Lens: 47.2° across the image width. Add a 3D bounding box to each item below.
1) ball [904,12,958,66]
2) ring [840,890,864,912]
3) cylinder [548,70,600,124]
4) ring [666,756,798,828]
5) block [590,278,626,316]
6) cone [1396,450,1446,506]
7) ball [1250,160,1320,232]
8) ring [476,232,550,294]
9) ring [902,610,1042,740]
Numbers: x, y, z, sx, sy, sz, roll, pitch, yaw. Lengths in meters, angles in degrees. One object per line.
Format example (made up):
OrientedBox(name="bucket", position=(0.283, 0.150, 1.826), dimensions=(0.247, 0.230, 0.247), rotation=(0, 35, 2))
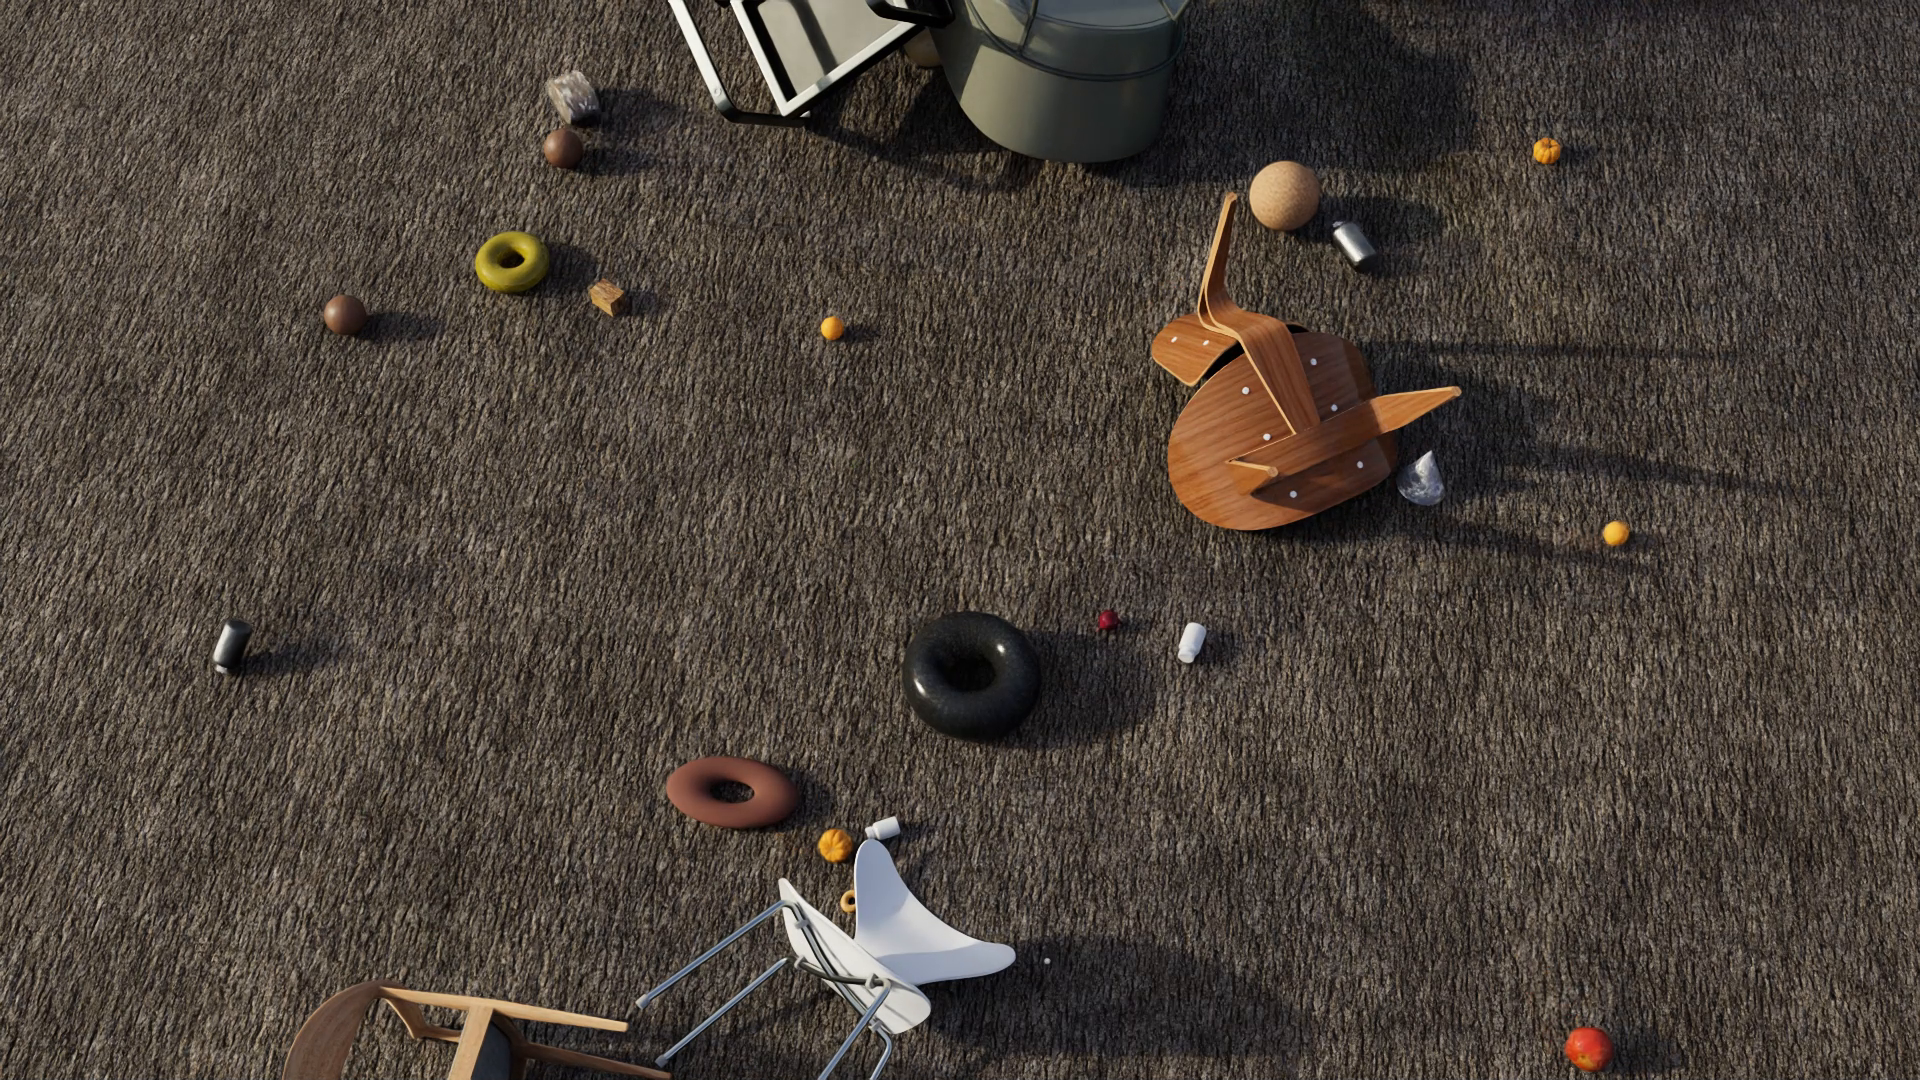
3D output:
OrientedBox(name="ball", position=(-0.104, -1.737, 7.626), dimensions=(0.188, 0.188, 0.188), rotation=(0, 56, 0))
OrientedBox(name="ring", position=(-0.289, 0.971, 5.910), dimensions=(0.061, 0.021, 0.068), rotation=(28, 61, 19))
OrientedBox(name="cylinder", position=(-1.319, -1.511, 7.503), dimensions=(0.105, 0.135, 0.201), rotation=(-27, 45, -17))
OrientedBox(name="ring", position=(-0.628, 0.696, 6.072), dimensions=(0.370, 0.059, 0.217), rotation=(7, 56, 4))
OrientedBox(name="block", position=(-1.129, -0.778, 7.058), dimensions=(0.092, 0.063, 0.064), rotation=(35, 63, 21))
OrientedBox(name="cone", position=(1.401, -0.216, 6.607), dimensions=(0.157, 0.185, 0.133), rotation=(37, 64, 22))
OrientedBox(name="ball", position=(1.062, -1.124, 7.191), dimensions=(0.228, 0.228, 0.228), rotation=(0, 56, 0))
OrientedBox(name="ring", position=(-1.452, -0.902, 7.132), dimensions=(0.240, 0.080, 0.242), rotation=(-3, 55, -1))
OrientedBox(name="ring", position=(0.033, 0.382, 6.221), dimensions=(0.402, 0.165, 0.387), rotation=(36, 65, 23))
